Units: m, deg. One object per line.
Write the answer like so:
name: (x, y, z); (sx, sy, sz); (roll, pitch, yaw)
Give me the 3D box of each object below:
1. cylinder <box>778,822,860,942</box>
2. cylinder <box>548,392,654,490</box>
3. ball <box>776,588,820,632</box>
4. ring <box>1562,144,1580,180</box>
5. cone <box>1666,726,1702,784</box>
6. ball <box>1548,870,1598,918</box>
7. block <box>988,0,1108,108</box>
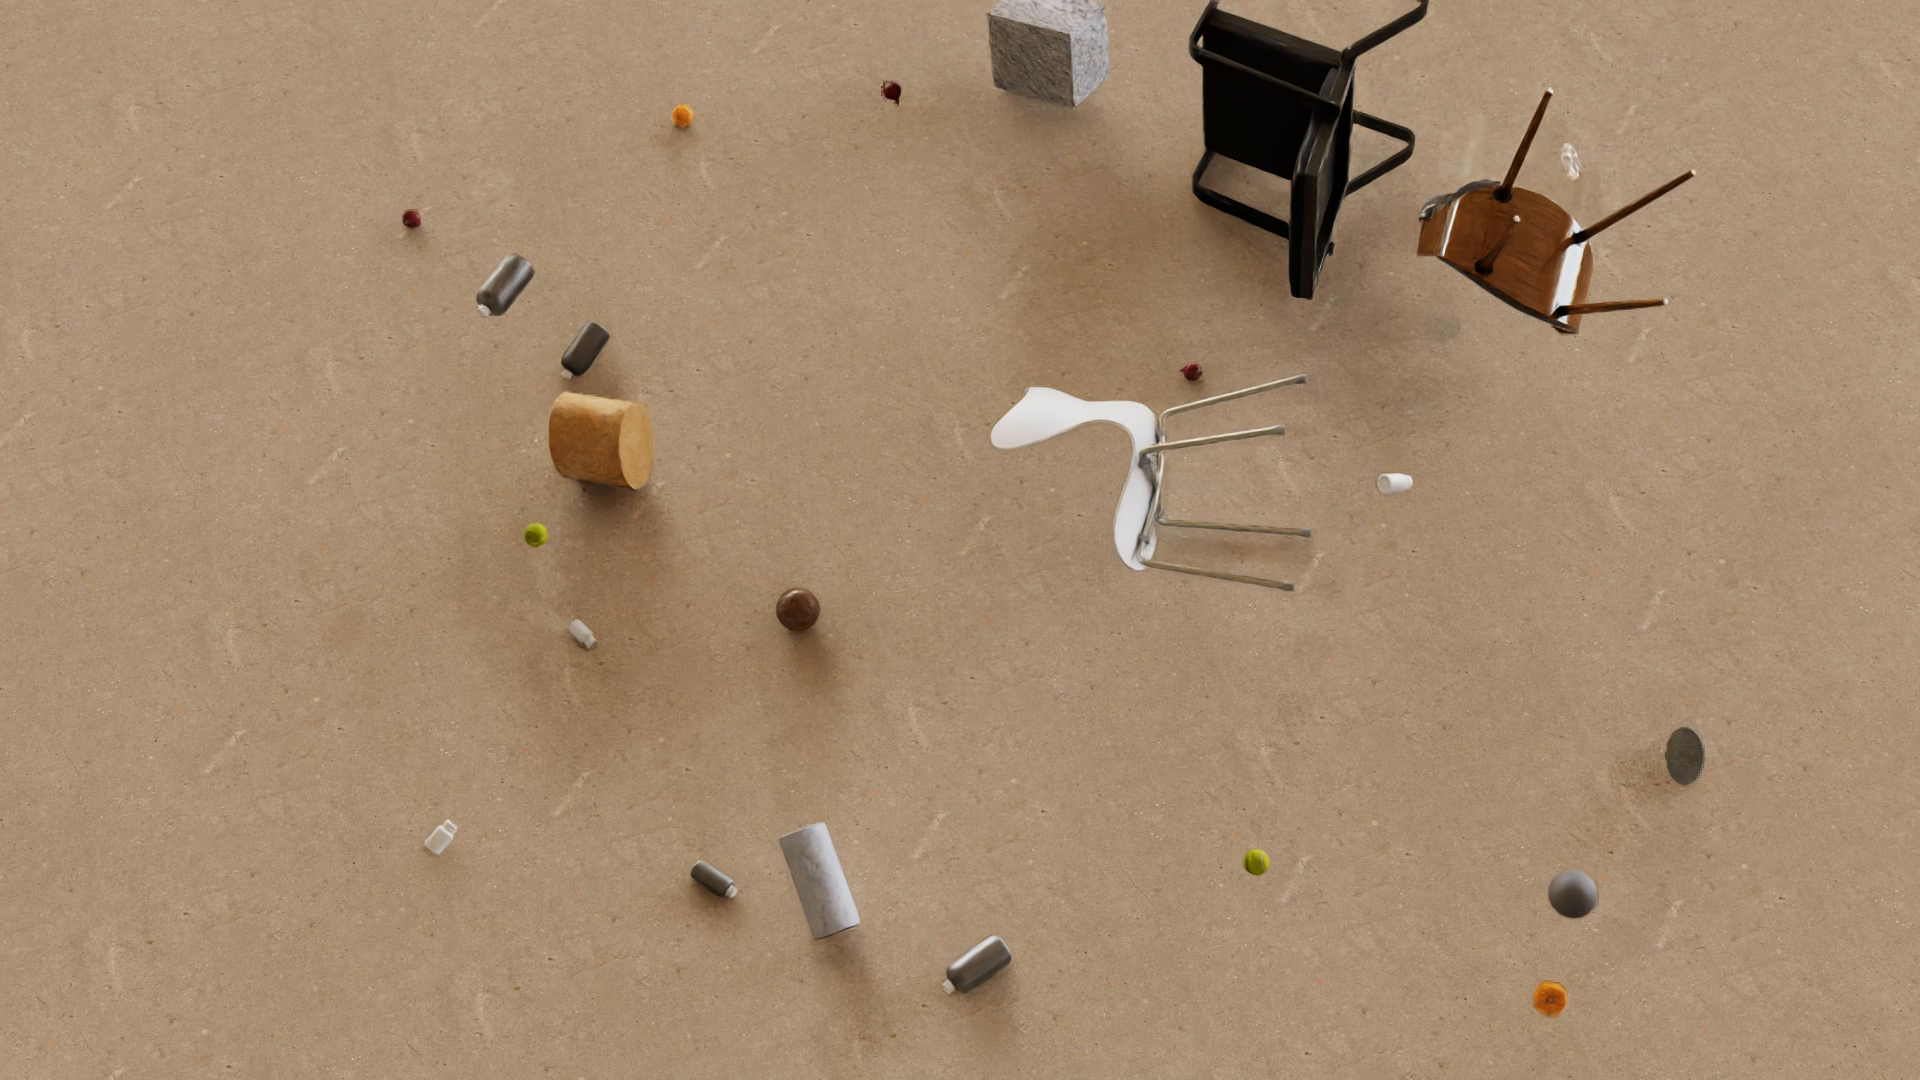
cylinder: (-0.372, 0.906, 5.832); (0.132, 0.128, 0.282); (-25, 79, 19)
cylinder: (-1.069, -0.295, 6.563); (0.223, 0.322, 0.224); (9, 60, 12)
ball: (-0.469, 0.201, 6.362); (0.128, 0.128, 0.128); (0, 56, 0)
ring: (2.048, -1.270, 7.379); (0.034, 0.078, 0.132); (-17, 73, 38)
cone: (2.022, 0.582, 6.127); (0.098, 0.171, 0.115); (3, 16, 22)
ball: (1.543, 0.891, 5.536); (0.120, 0.120, 0.120); (0, 56, 0)
block: (0.300, -1.680, 7.466); (0.328, 0.276, 0.225); (21, 48, 28)
